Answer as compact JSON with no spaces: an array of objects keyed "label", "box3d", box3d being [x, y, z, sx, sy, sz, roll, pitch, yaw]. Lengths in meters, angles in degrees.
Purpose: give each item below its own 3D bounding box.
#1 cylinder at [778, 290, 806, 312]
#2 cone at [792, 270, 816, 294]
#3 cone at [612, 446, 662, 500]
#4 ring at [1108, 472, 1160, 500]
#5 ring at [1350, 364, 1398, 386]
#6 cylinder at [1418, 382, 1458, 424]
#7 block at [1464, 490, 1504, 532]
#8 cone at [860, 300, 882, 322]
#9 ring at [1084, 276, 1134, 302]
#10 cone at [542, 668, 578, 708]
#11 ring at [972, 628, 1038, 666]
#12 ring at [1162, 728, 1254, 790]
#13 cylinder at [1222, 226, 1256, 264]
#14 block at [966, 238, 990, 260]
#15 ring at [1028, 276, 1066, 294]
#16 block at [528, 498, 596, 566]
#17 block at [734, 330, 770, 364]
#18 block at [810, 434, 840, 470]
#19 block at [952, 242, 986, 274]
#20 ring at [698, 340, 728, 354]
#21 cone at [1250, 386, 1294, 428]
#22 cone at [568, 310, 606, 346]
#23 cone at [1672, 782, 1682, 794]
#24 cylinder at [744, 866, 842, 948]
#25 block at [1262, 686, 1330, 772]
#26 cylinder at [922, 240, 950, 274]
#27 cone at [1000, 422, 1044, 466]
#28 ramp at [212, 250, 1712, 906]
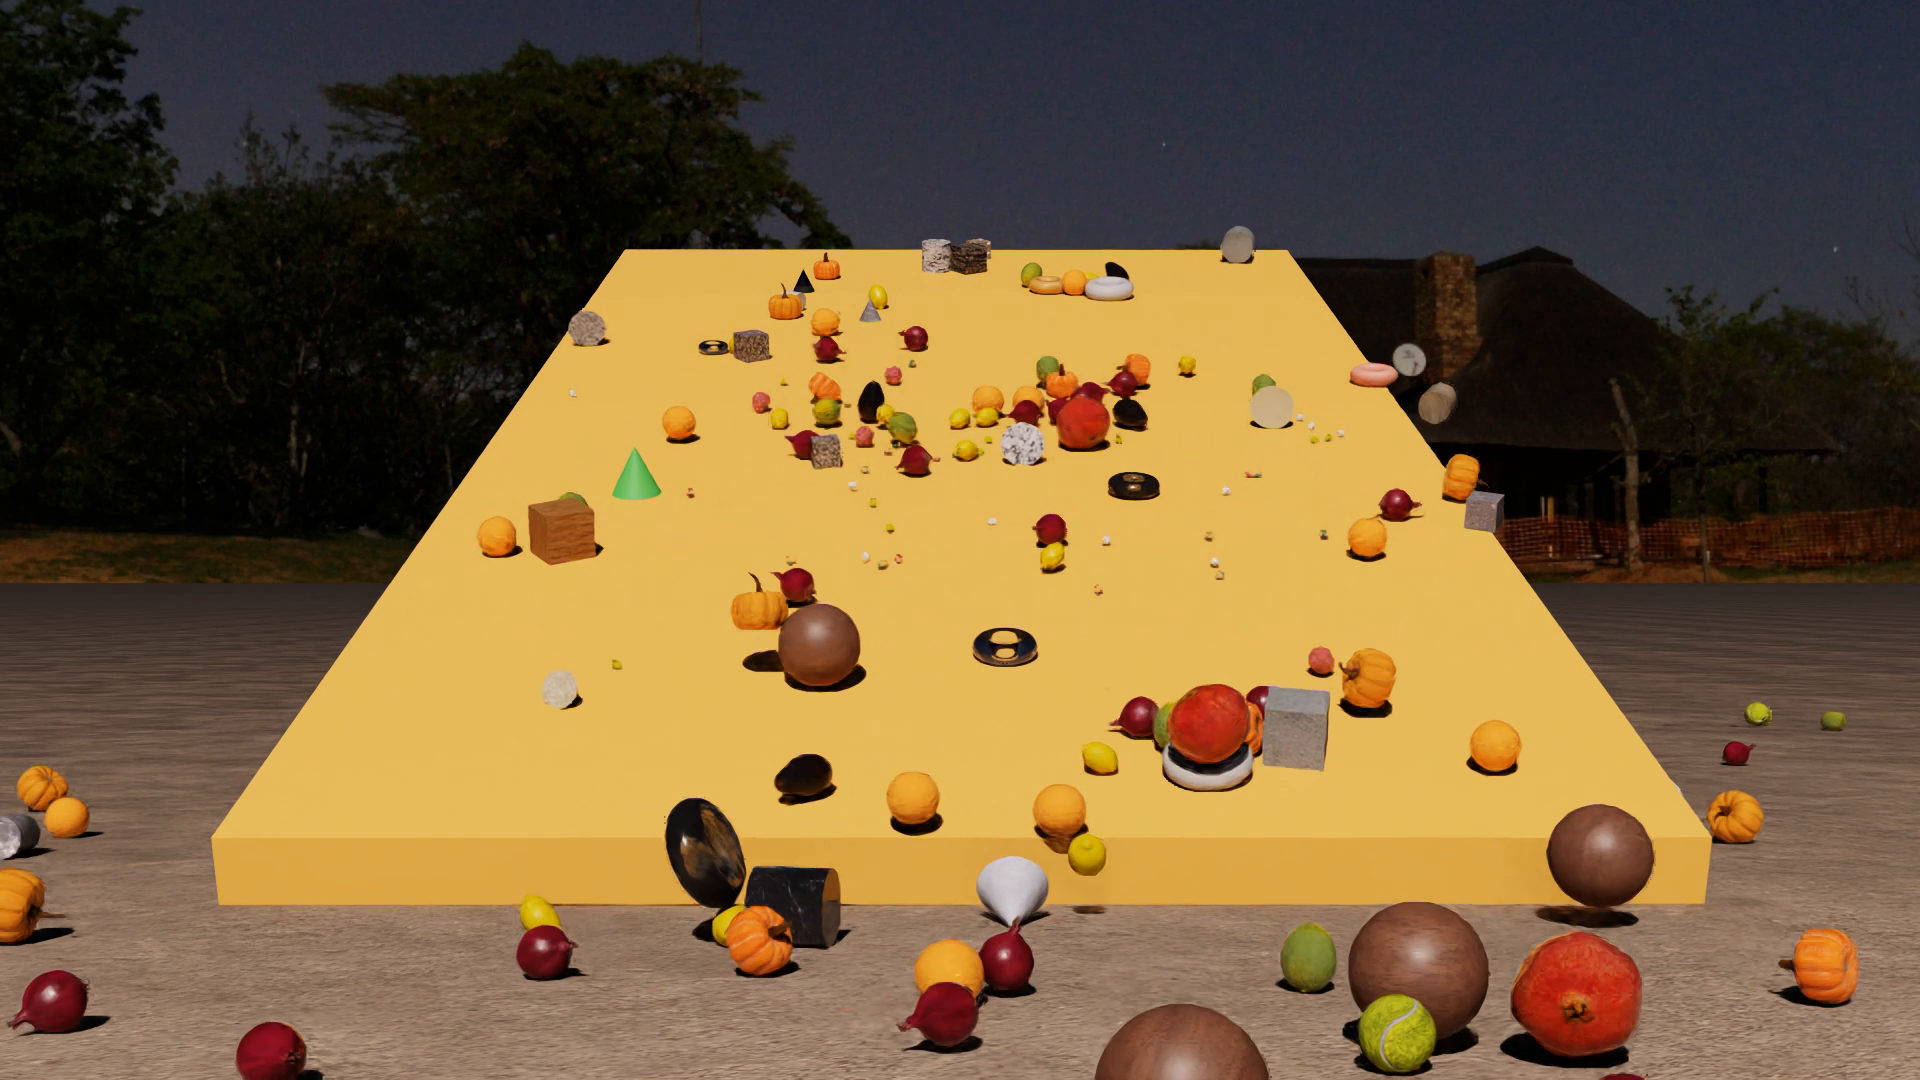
[{"label":"cylinder","box3d":[-0.446,-0.637,5.985,0.052,0.052,0.052,18,10,34]},{"label":"cone","box3d":[-0.433,-0.720,6.217,0.063,0.063,0.063,0,19,0]},{"label":"cone","box3d":[-0.640,-0.139,4.431,0.097,0.097,0.097,0,19,0]},{"label":"ring","box3d":[0.344,-0.108,4.440,0.105,0.035,0.105,1,18,0]},{"label":"ring","box3d":[0.972,-0.387,5.270,0.112,0.037,0.112,-1,19,0]},{"label":"cylinder","box3d":[1.075,-0.309,5.056,0.074,0.074,0.074,0,19,25]},{"label":"block","box3d":[0.991,-0.054,4.244,0.059,0.059,0.059,9,20,24]},{"label":"cone","box3d":[-0.235,-0.605,5.880,0.059,0.059,0.059,0,19,0]},{"label":"ring","box3d":[0.409,-0.687,6.148,0.136,0.045,0.136,-2,22,1]},{"label":"cone","box3d":[-0.600,0.231,3.440,0.061,0.061,0.061,0,-9,17]},{"label":"ring","box3d":[0.072,0.171,3.608,0.106,0.035,0.106,0,20,0]},{"label":"ring","box3d":[0.350,0.310,3.170,0.130,0.043,0.130,-3,25,1]},{"label":"cylinder","box3d":[0.821,-0.871,6.623,0.094,0.094,0.094,0,18,11]},{"label":"block","box3d":[0.055,-0.860,6.651,0.053,0.053,0.053,-12,22,-33]},{"label":"ring","box3d":[0.243,-0.706,6.220,0.108,0.036,0.108,1,19,0]},{"label":"block","box3d":[-0.723,-0.016,4.076,0.090,0.090,0.090,-11,22,-30]},{"label":"block","box3d":[-0.509,-0.473,5.480,0.064,0.064,0.064,-12,22,-33]},{"label":"block","box3d":[-0.277,-0.182,4.623,0.056,0.056,0.056,-3,19,-10]},{"label":"block","box3d":[0.026,-0.810,6.469,0.074,0.074,0.074,-12,22,-32]},{"label":"ring","box3d":[-0.609,-0.476,5.548,0.076,0.025,0.076,1,18,0]},{"label":"cone","box3d":[0.683,-0.283,4.949,0.096,0.096,0.096,0,-8,1]},{"label":"cone","box3d":[-0.941,-0.521,5.656,0.092,0.092,0.092,0,-8,-10]},{"label":"cone","box3d":[1.262,0.487,4.064,0.094,0.094,0.094,0,-28,20]},{"label":"cylinder","box3d":[-0.200,0.439,2.691,0.094,0.094,0.094,0,-1,11]},{"label":"block","box3d":[0.484,0.271,3.229,0.088,0.088,0.088,4,19,12]},{"label":"cylinder","box3d":[-0.068,-0.819,6.481,0.083,0.083,0.083,0,19,0]},{"label":"cone","box3d":[0.132,-0.191,4.678,0.091,0.091,0.091,0,-8,3]},{"label":"ramp","box3d":[-0.004,-0.193,4.903,2.000,0.100,4.000,0,19,0]}]
